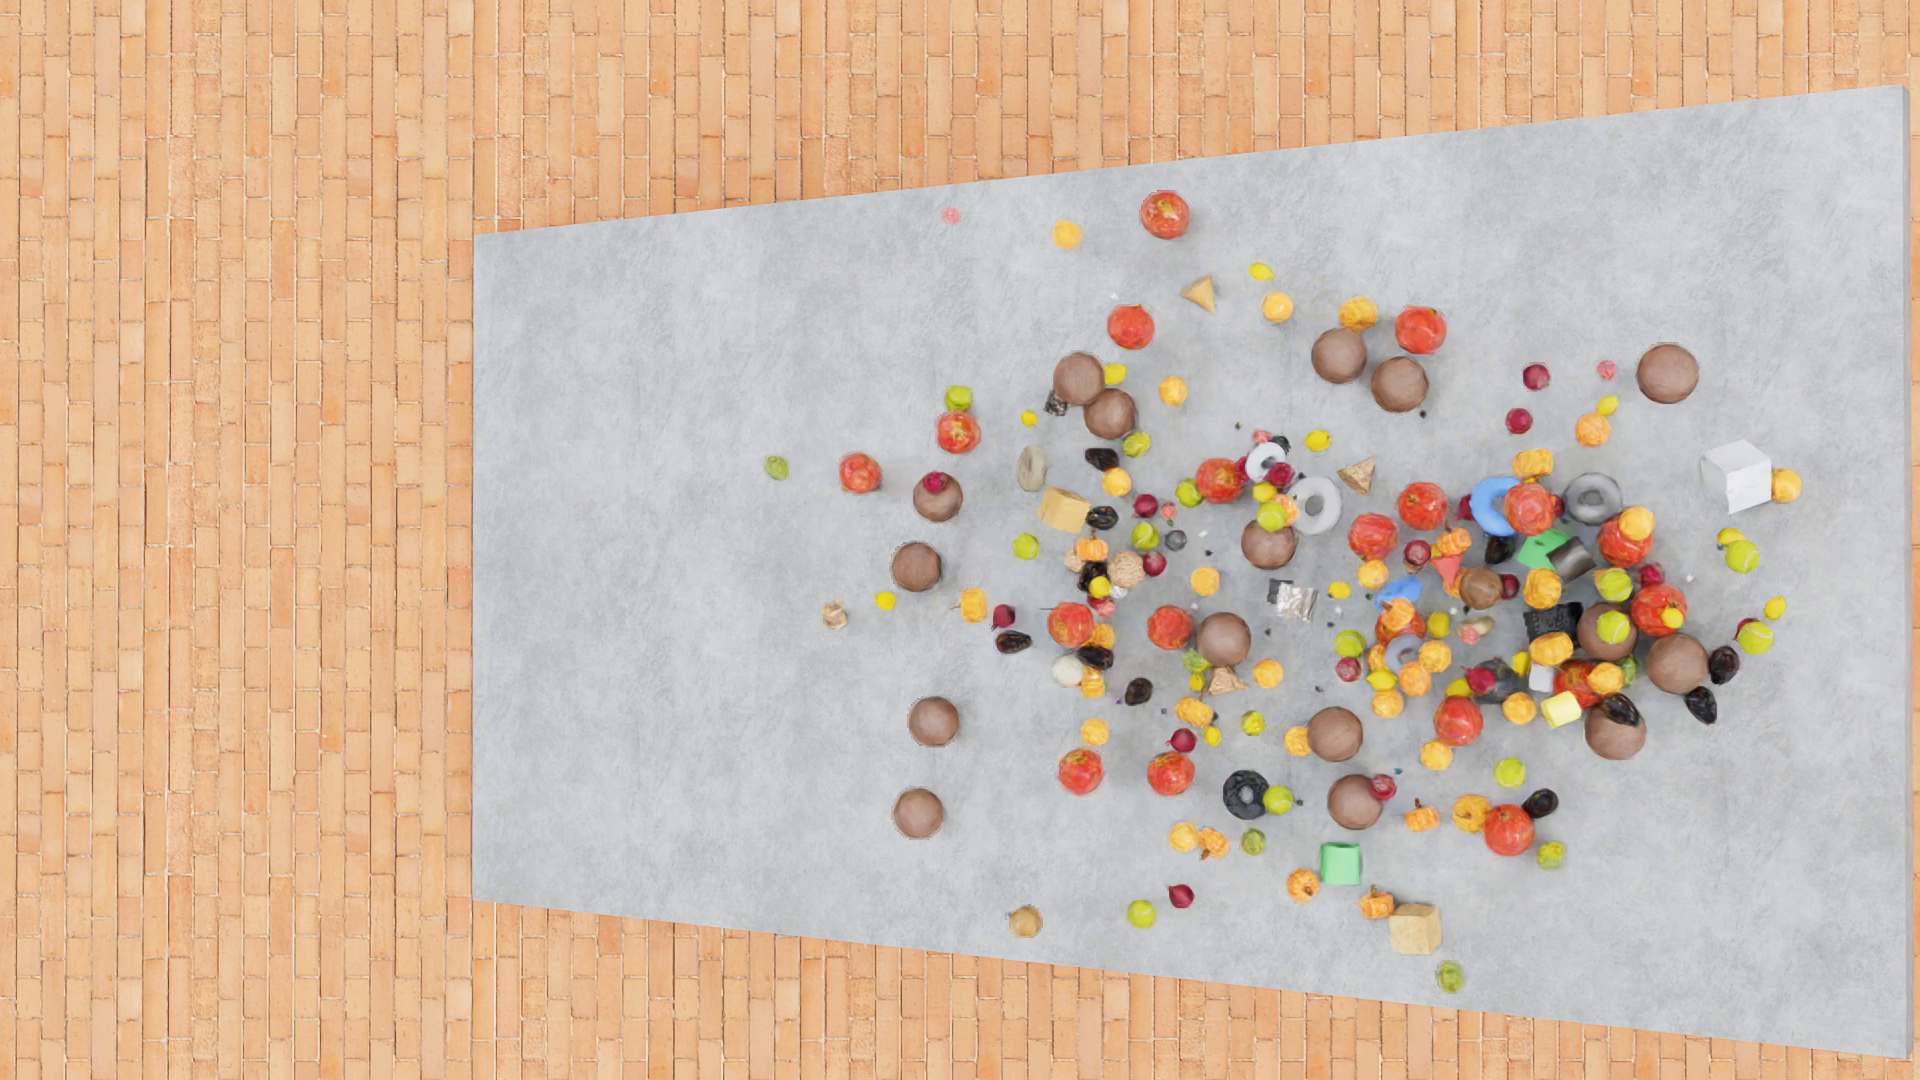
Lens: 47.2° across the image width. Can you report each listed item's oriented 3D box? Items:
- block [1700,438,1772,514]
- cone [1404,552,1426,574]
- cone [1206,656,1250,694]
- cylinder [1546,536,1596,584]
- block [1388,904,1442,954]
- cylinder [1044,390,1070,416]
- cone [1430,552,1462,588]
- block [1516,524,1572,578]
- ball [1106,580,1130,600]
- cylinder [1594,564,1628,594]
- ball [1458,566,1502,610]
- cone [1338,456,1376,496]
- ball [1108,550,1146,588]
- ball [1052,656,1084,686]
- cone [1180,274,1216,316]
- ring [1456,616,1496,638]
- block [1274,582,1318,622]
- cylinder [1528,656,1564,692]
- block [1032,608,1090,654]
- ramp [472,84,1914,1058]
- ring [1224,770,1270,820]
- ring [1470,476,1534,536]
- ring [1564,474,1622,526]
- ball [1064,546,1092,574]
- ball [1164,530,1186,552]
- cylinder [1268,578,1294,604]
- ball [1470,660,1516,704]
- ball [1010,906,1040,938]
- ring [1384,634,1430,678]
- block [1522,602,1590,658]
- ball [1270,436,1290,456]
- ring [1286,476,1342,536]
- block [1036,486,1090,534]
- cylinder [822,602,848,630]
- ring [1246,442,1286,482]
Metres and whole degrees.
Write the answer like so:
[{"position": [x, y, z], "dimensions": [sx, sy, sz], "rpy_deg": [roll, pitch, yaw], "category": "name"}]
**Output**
[{"position": [1.615, -0.132, 4.575], "dimensions": [0.099, 0.099, 0.099], "rpy_deg": [-18, 121, -7], "category": "block"}, {"position": [1.035, 0.048, 4.954], "dimensions": [0.052, 0.052, 0.052], "rpy_deg": [4, 80, -26], "category": "cone"}, {"position": [0.653, 0.342, 5.277], "dimensions": [0.097, 0.097, 0.097], "rpy_deg": [23, 90, 15], "category": "cone"}, {"position": [1.322, 0.043, 4.755], "dimensions": [0.077, 0.077, 0.077], "rpy_deg": [-37, 90, 19], "category": "cylinder"}, {"position": [1.036, 0.885, 5.002], "dimensions": [0.087, 0.087, 0.087], "rpy_deg": [-3, 97, 32], "category": "block"}, {"position": [0.244, -0.344, 5.527], "dimensions": [0.054, 0.054, 0.054], "rpy_deg": [16, 104, 0], "category": "cylinder"}, {"position": [1.096, 0.074, 4.929], "dimensions": [0.077, 0.077, 0.077], "rpy_deg": [-12, 95, 0], "category": "cone"}, {"position": [1.298, 0.023, 4.854], "dimensions": [0.087, 0.087, 0.087], "rpy_deg": [29, 105, 27], "category": "block"}, {"position": [0.389, 0.117, 5.434], "dimensions": [0.057, 0.057, 0.057], "rpy_deg": [0, 89, 0], "category": "ball"}, {"position": [1.420, 0.086, 4.799], "dimensions": [0.053, 0.053, 0.053], "rpy_deg": [-17, 89, 33], "category": "cylinder"}, {"position": [1.141, 0.105, 4.819], "dimensions": [0.095, 0.095, 0.095], "rpy_deg": [0, 89, 0], "category": "ball"}, {"position": [0.939, -0.164, 5.107], "dimensions": [0.088, 0.088, 0.088], "rpy_deg": [43, 83, 0], "category": "cone"}, {"position": [0.407, 0.072, 5.376], "dimensions": [0.094, 0.094, 0.094], "rpy_deg": [0, 89, 0], "category": "ball"}, {"position": [0.265, 0.322, 5.394], "dimensions": [0.077, 0.077, 0.077], "rpy_deg": [0, 89, 0], "category": "ball"}, {"position": [0.594, -0.582, 5.324], "dimensions": [0.091, 0.091, 0.091], "rpy_deg": [-34, 101, 0], "category": "cone"}, {"position": [1.158, 0.196, 4.937], "dimensions": [0.090, 0.090, 0.030], "rpy_deg": [-16, 95, 0], "category": "ring"}, {"position": [0.777, 0.145, 5.077], "dimensions": [0.076, 0.076, 0.076], "rpy_deg": [13, 90, 20], "category": "block"}, {"position": [1.297, 0.298, 4.864], "dimensions": [0.069, 0.069, 0.069], "rpy_deg": [7, 93, 0], "category": "cylinder"}, {"position": [0.252, 0.226, 5.494], "dimensions": [0.098, 0.098, 0.098], "rpy_deg": [10, 95, 31], "category": "block"}, {"position": [0.262, 0.072, 5.606], "dimensions": [4.000, 0.100, 2.000], "rpy_deg": [0, 89, 32], "category": "ramp"}, {"position": [0.685, 0.609, 5.257], "dimensions": [0.122, 0.041, 0.122], "rpy_deg": [1, 91, 32], "category": "ring"}, {"position": [1.197, -0.075, 4.850], "dimensions": [0.145, 0.048, 0.145], "rpy_deg": [2, 66, -5], "category": "ring"}, {"position": [1.384, -0.089, 4.808], "dimensions": [0.126, 0.042, 0.126], "rpy_deg": [11, 121, 20], "category": "ring"}, {"position": [0.294, 0.049, 5.487], "dimensions": [0.069, 0.069, 0.069], "rpy_deg": [0, 89, 0], "category": "ball"}, {"position": [0.525, 0.001, 5.353], "dimensions": [0.055, 0.055, 0.055], "rpy_deg": [0, 89, 0], "category": "ball"}, {"position": [0.758, 0.123, 5.204], "dimensions": [0.057, 0.057, 0.057], "rpy_deg": [6, 90, 0], "category": "cylinder"}, {"position": [1.189, 0.317, 4.913], "dimensions": [0.100, 0.100, 0.100], "rpy_deg": [0, 89, 0], "category": "ball"}, {"position": [0.165, 0.964, 5.554], "dimensions": [0.077, 0.077, 0.077], "rpy_deg": [0, 89, 0], "category": "ball"}, {"position": [1.010, 0.263, 4.966], "dimensions": [0.103, 0.034, 0.103], "rpy_deg": [1, 103, 5], "category": "ring"}, {"position": [1.313, 0.197, 4.835], "dimensions": [0.099, 0.099, 0.099], "rpy_deg": [-16, 81, 33], "category": "block"}, {"position": [0.757, -0.222, 5.213], "dimensions": [0.052, 0.052, 0.052], "rpy_deg": [0, 89, 0], "category": "ball"}, {"position": [0.830, -0.081, 5.168], "dimensions": [0.144, 0.048, 0.144], "rpy_deg": [-3, 85, 34], "category": "ring"}, {"position": [0.253, -0.074, 5.370], "dimensions": [0.082, 0.082, 0.082], "rpy_deg": [14, 104, -32], "category": "block"}, {"position": [-0.333, 0.202, 5.864], "dimensions": [0.055, 0.055, 0.055], "rpy_deg": [-14, 113, 0], "category": "cylinder"}, {"position": [0.719, -0.182, 5.170], "dimensions": [0.104, 0.035, 0.104], "rpy_deg": [-14, 126, -21], "category": "ring"}]
